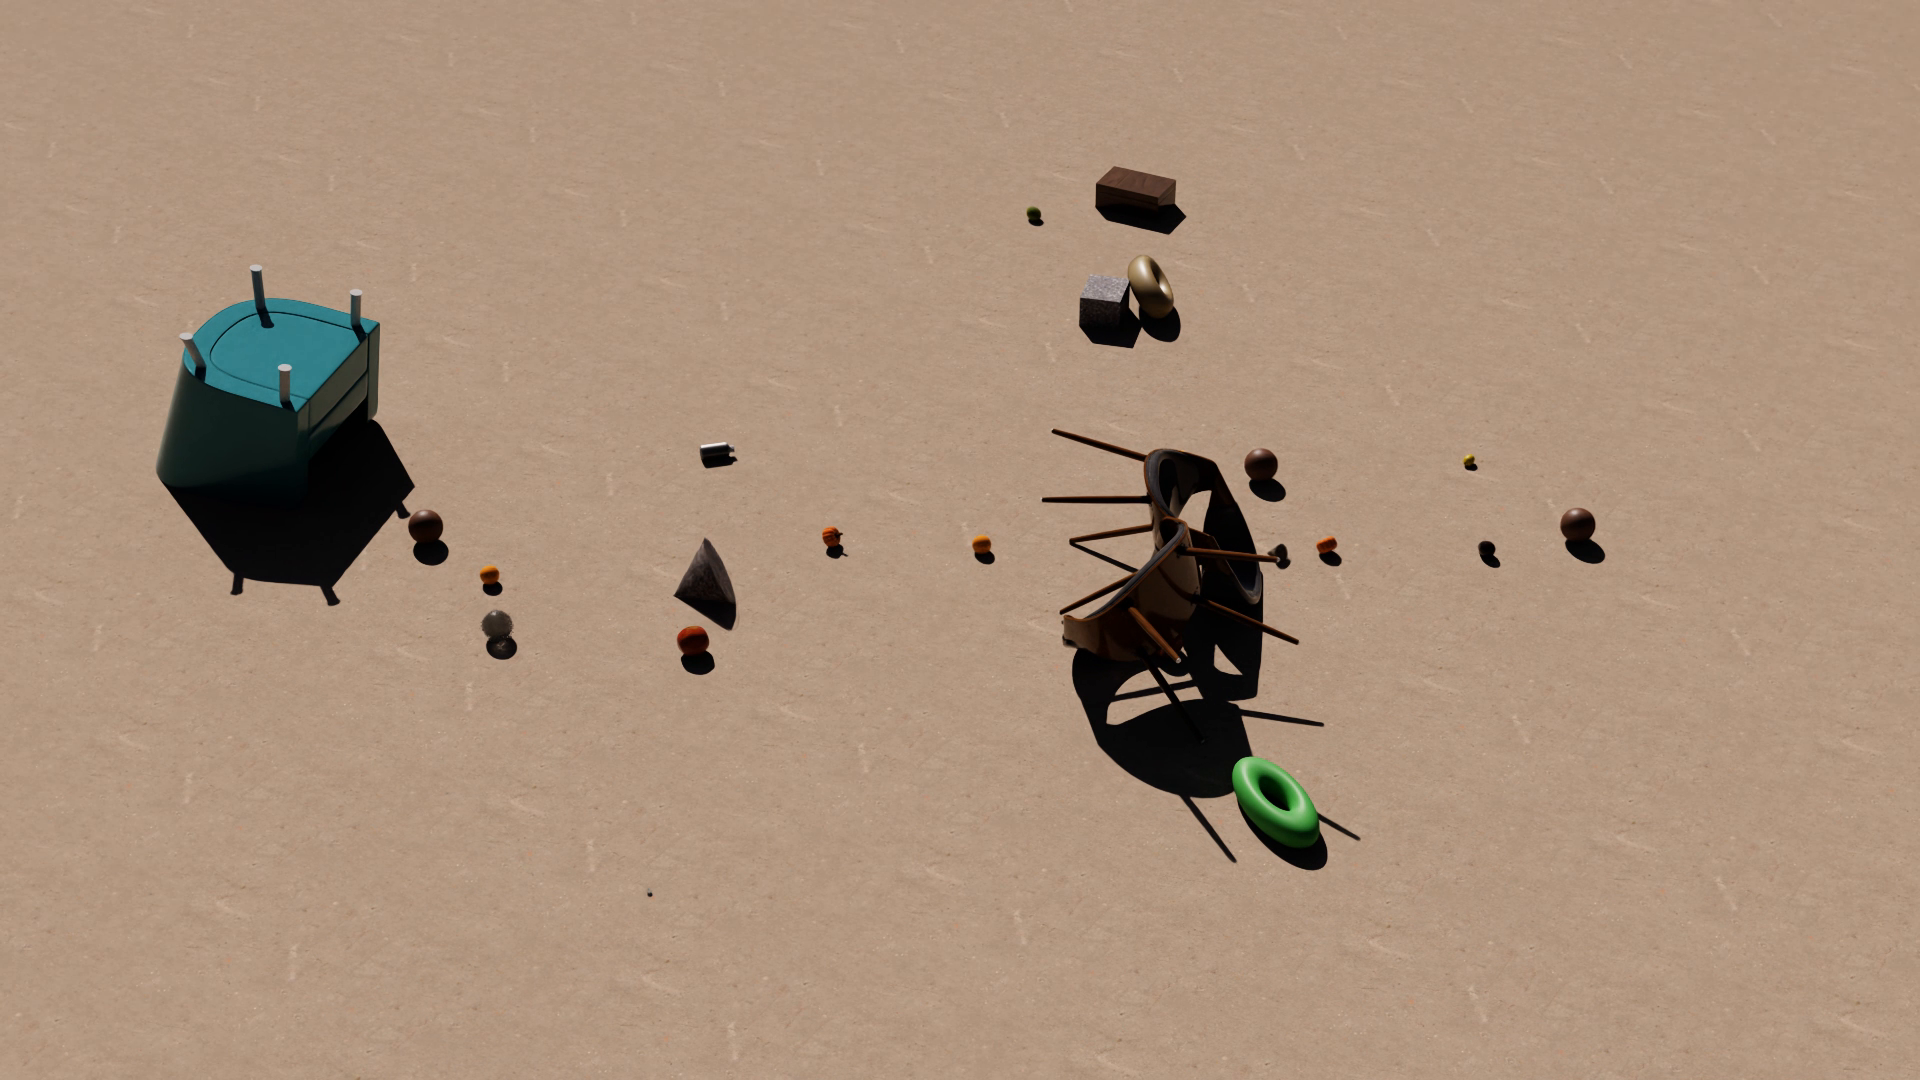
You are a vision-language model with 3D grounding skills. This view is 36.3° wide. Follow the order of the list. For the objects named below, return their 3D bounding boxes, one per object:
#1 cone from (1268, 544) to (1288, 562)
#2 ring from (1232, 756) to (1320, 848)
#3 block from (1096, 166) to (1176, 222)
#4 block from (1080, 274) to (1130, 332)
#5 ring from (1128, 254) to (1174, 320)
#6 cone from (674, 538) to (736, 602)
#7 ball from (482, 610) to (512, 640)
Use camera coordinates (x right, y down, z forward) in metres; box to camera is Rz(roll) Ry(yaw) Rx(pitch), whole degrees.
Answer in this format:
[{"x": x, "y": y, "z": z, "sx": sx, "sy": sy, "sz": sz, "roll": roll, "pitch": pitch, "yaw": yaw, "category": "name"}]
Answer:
[{"x": 1.161, "y": 0.047, "z": 10.844, "sx": 0.076, "sy": 0.067, "sz": 0.070, "roll": 2, "pitch": 66, "yaw": 52, "category": "cone"}, {"x": 1.028, "y": 0.854, "z": 9.554, "sx": 0.208, "sy": 0.105, "sz": 0.455, "roll": -12, "pitch": 36, "yaw": -21, "category": "ring"}, {"x": 0.791, "y": -1.560, "z": 13.203, "sx": 0.306, "sy": 0.120, "sz": 0.198, "roll": 16, "pitch": 37, "yaw": 22, "category": "block"}, {"x": 0.609, "y": -0.999, "z": 12.336, "sx": 0.172, "sy": 0.137, "sz": 0.210, "roll": 8, "pitch": 34, "yaw": 12, "category": "block"}, {"x": 0.806, "y": -1.070, "z": 12.393, "sx": 0.114, "sy": 0.207, "sz": 0.380, "roll": -37, "pitch": 37, "yaw": 19, "category": "ring"}, {"x": -0.955, "y": 0.156, "z": 10.625, "sx": 0.195, "sy": 0.196, "sz": 0.294, "roll": -28, "pitch": 51, "yaw": 8, "category": "cone"}, {"x": -1.640, "y": 0.302, "z": 10.388, "sx": 0.107, "sy": 0.107, "sz": 0.107, "roll": 0, "pitch": 33, "yaw": 0, "category": "ball"}]
